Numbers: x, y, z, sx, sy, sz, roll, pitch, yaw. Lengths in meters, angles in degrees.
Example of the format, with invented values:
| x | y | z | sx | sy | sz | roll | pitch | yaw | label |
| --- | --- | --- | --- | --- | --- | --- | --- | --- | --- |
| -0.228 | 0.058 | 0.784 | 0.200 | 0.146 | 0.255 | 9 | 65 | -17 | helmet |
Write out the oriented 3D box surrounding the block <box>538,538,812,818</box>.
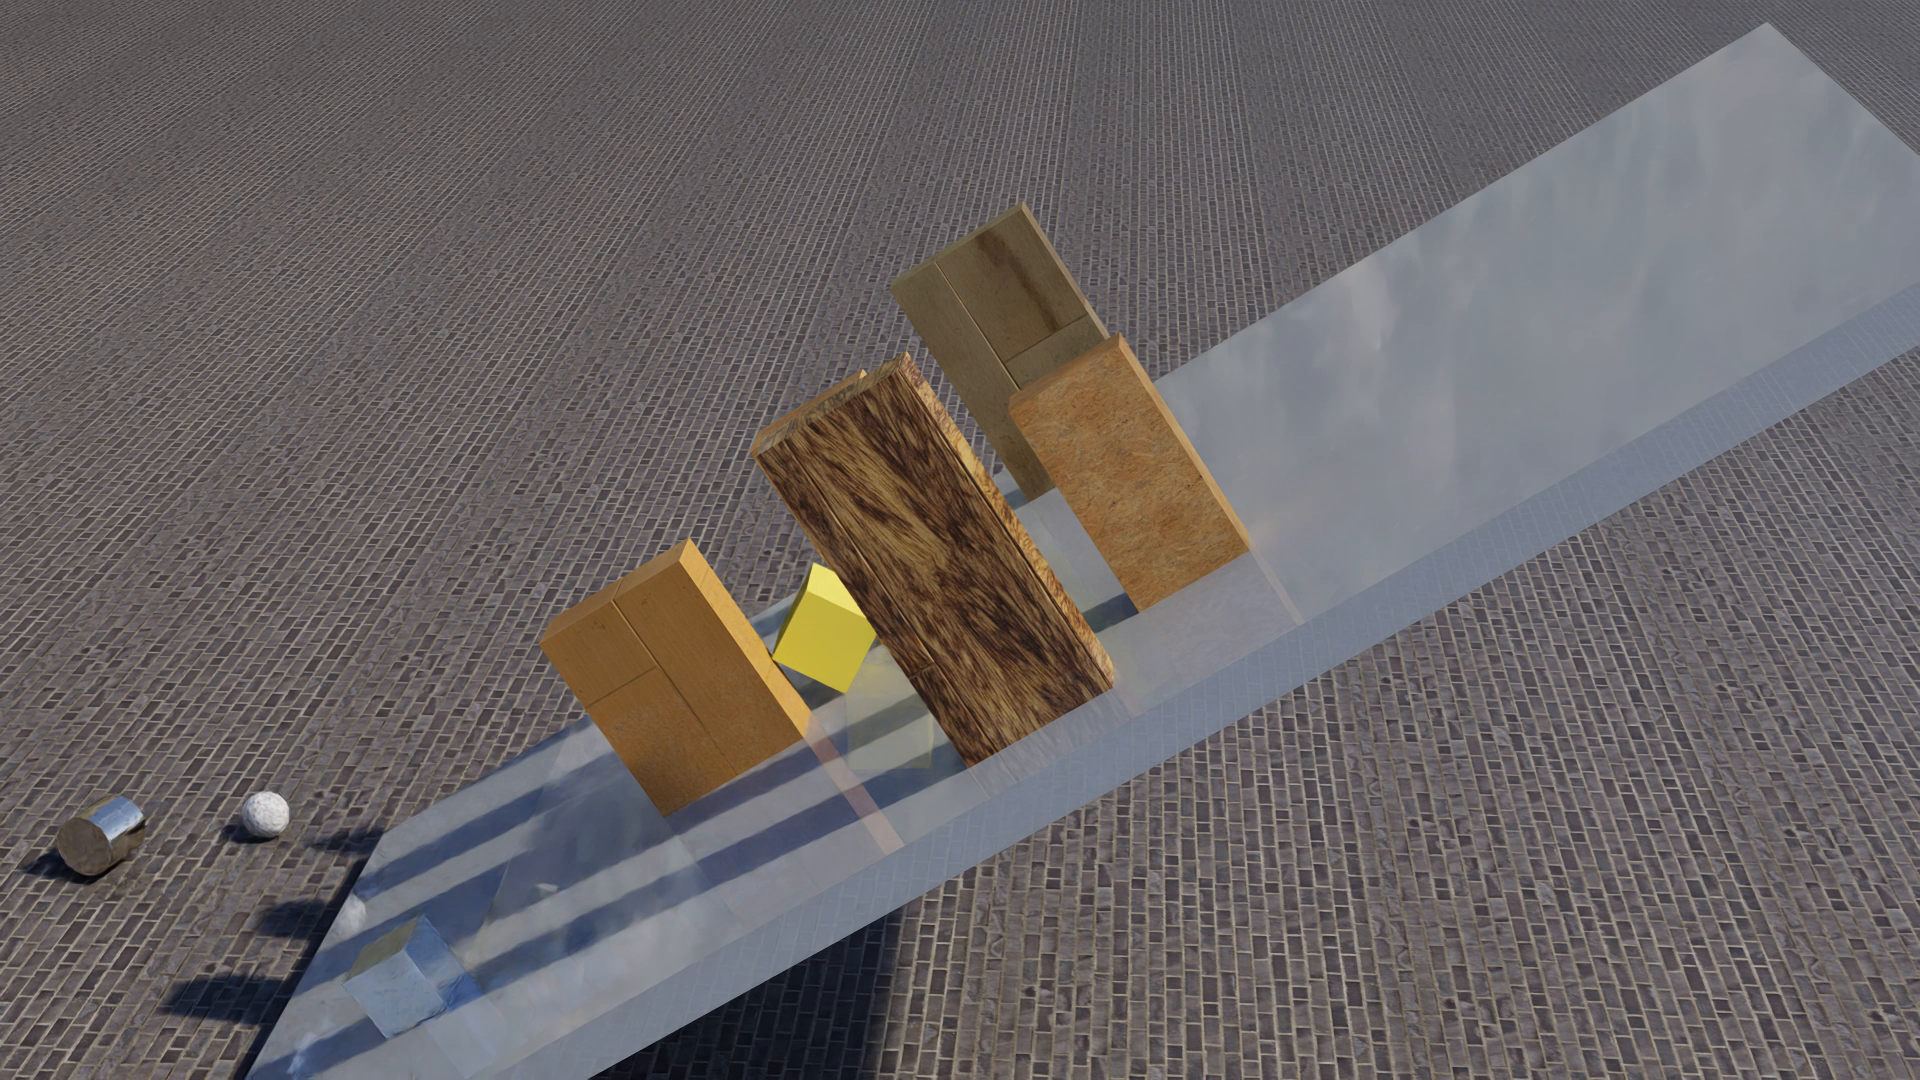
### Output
| x | y | z | sx | sy | sz | roll | pitch | yaw | label |
| --- | --- | --- | --- | --- | --- | --- | --- | --- | --- |
| -0.612 | 0.299 | 6.349 | 0.366 | 0.474 | 0.146 | -30 | 15 | 13 | block |

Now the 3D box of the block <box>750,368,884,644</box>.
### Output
| x | y | z | sx | sy | sz | roll | pitch | yaw | label |
| --- | --- | --- | --- | --- | --- | --- | --- | --- | --- |
| -0.194 | -0.073 | 6.528 | 0.280 | 0.529 | 0.150 | -30 | 15 | 13 | block |

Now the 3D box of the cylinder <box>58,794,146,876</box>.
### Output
| x | y | z | sx | sy | sz | roll | pitch | yaw | label |
| --- | --- | --- | --- | --- | --- | --- | --- | --- | --- |
| -2.225 | 0.764 | 7.627 | 0.160 | 0.160 | 0.160 | 6 | 19 | 17 | cylinder |

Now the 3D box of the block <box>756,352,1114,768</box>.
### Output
| x | y | z | sx | sy | sz | roll | pitch | yaw | label |
| --- | --- | --- | --- | --- | --- | --- | --- | --- | --- |
| -0.040 | 0.041 | 5.467 | 0.318 | 0.724 | 0.118 | -30 | 15 | 13 | block |

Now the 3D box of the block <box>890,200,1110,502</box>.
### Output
| x | y | z | sx | sy | sz | roll | pitch | yaw | label |
| --- | --- | --- | --- | --- | --- | --- | --- | --- | --- |
| 0.153 | -0.431 | 6.778 | 0.357 | 0.601 | 0.083 | -30 | 15 | 13 | block |

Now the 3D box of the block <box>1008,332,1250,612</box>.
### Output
| x | y | z | sx | sy | sz | roll | pitch | yaw | label |
| --- | --- | --- | --- | --- | --- | --- | --- | --- | --- |
| 0.329 | -0.129 | 5.701 | 0.249 | 0.481 | 0.104 | -30 | 15 | 13 | block |

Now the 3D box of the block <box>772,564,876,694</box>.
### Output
| x | y | z | sx | sy | sz | roll | pitch | yaw | label |
| --- | --- | --- | --- | --- | --- | --- | --- | --- | --- |
| -0.286 | 0.192 | 6.445 | 0.179 | 0.179 | 0.179 | 26 | 18 | -7 | block |

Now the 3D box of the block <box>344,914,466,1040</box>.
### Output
| x | y | z | sx | sy | sz | roll | pitch | yaw | label |
| --- | --- | --- | --- | --- | --- | --- | --- | --- | --- |
| -1.167 | 0.919 | 6.189 | 0.158 | 0.158 | 0.158 | -30 | 15 | 15 | block |

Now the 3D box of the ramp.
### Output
| x | y | z | sx | sy | sz | roll | pitch | yaw | label |
| --- | --- | --- | --- | --- | --- | --- | --- | --- | --- |
| 0.140 | 0.170 | 6.293 | 4.000 | 0.100 | 2.000 | -30 | 15 | 13 | ramp |

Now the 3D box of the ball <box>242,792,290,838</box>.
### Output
| x | y | z | sx | sy | sz | roll | pitch | yaw | label |
| --- | --- | --- | --- | --- | --- | --- | --- | --- | --- |
| -1.852 | 0.733 | 7.845 | 0.125 | 0.125 | 0.125 | 0 | 20 | 0 | ball |
